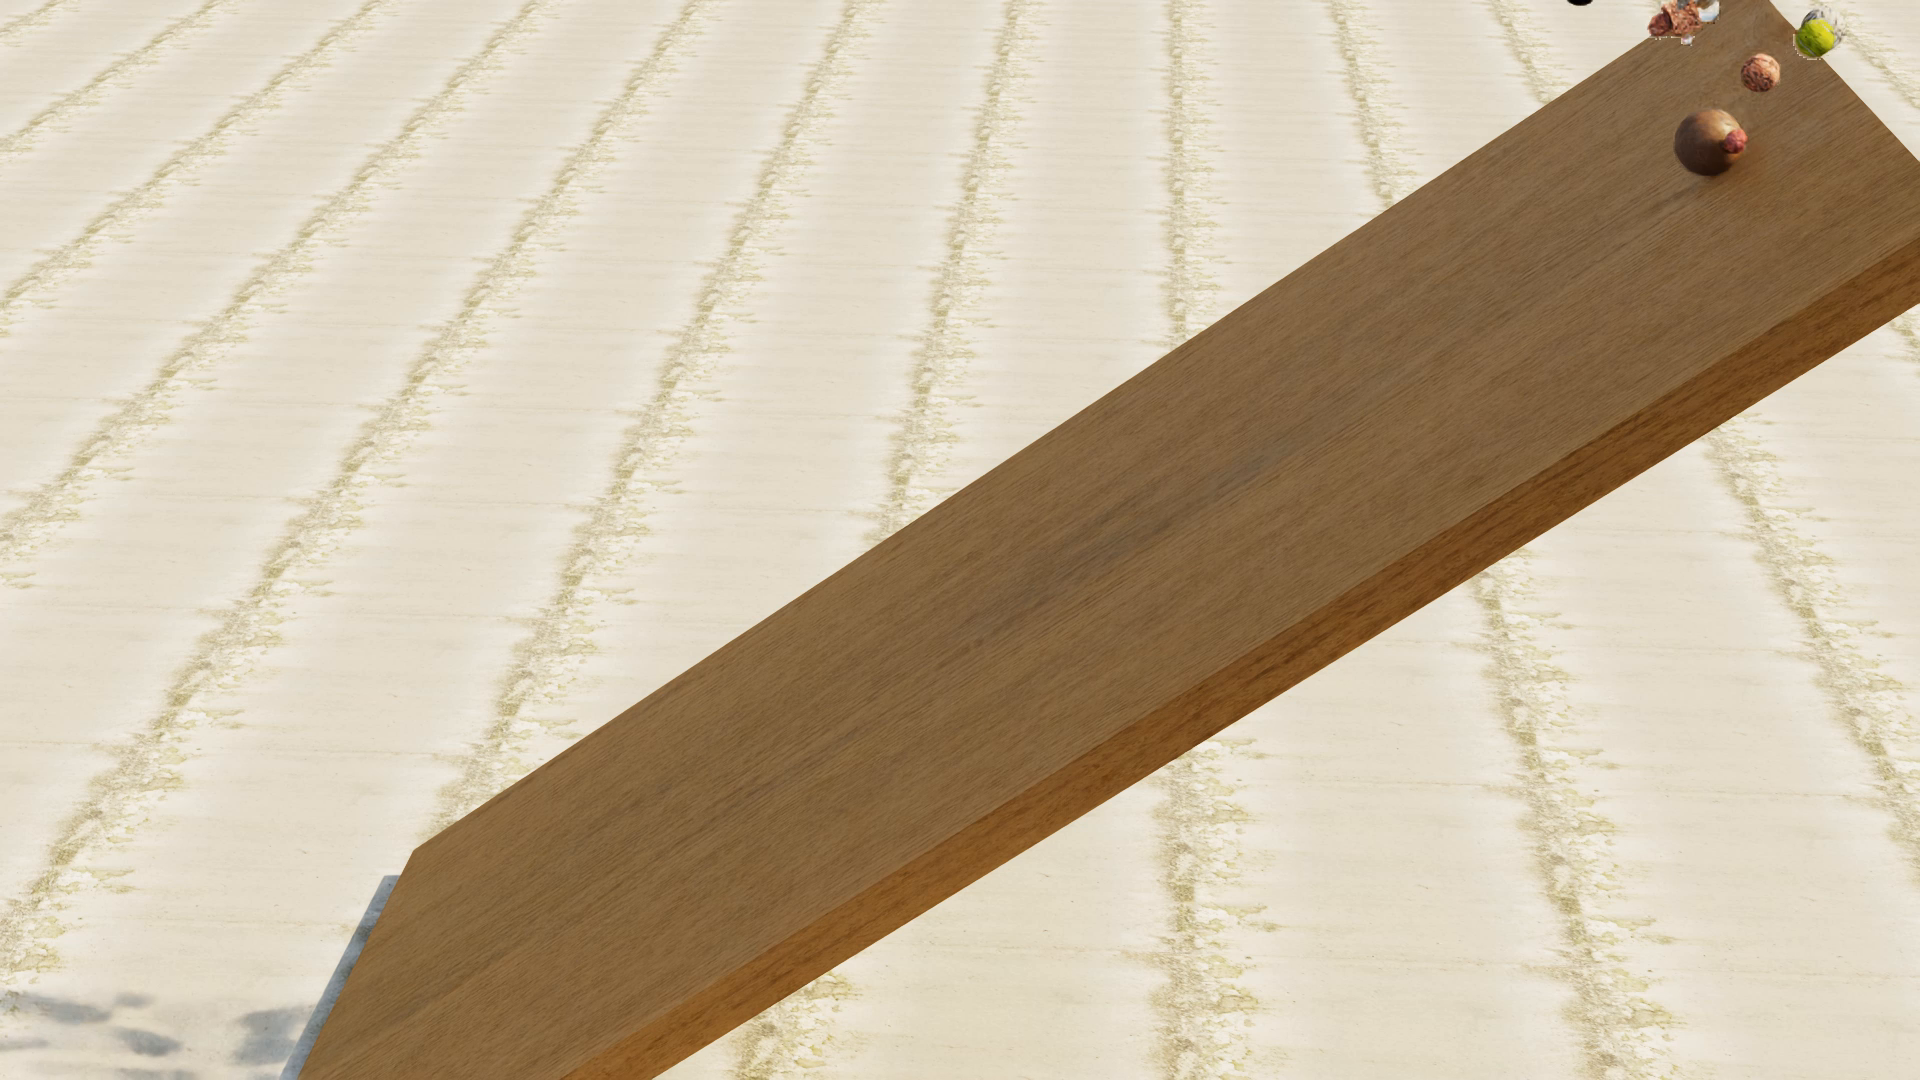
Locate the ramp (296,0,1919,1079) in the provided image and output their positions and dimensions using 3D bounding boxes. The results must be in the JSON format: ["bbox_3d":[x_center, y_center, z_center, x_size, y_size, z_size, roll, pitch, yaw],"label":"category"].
[{"bbox_3d":[0.133,0.176,6.312,4.000,0.100,2.000,-33,16,16],"label":"ramp"}]

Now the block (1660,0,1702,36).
[{"bbox_3d":[1.430,-1.039,5.831,0.054,0.054,0.054,-22,23,3],"label":"block"}]

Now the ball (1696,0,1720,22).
[{"bbox_3d":[1.482,-1.055,5.842,0.053,0.053,0.053,0,22,0],"label":"ball"}]

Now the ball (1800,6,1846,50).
[{"bbox_3d":[1.664,-0.986,5.669,0.084,0.084,0.084,0,22,0],"label":"ball"}]

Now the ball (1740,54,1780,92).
[{"bbox_3d":[1.590,-0.927,5.844,0.075,0.075,0.075,0,22,0],"label":"ball"}]

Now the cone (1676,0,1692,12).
[{"bbox_3d":[1.361,-1.031,5.501,0.099,0.099,0.099,24,1,-1],"label":"cone"}]
